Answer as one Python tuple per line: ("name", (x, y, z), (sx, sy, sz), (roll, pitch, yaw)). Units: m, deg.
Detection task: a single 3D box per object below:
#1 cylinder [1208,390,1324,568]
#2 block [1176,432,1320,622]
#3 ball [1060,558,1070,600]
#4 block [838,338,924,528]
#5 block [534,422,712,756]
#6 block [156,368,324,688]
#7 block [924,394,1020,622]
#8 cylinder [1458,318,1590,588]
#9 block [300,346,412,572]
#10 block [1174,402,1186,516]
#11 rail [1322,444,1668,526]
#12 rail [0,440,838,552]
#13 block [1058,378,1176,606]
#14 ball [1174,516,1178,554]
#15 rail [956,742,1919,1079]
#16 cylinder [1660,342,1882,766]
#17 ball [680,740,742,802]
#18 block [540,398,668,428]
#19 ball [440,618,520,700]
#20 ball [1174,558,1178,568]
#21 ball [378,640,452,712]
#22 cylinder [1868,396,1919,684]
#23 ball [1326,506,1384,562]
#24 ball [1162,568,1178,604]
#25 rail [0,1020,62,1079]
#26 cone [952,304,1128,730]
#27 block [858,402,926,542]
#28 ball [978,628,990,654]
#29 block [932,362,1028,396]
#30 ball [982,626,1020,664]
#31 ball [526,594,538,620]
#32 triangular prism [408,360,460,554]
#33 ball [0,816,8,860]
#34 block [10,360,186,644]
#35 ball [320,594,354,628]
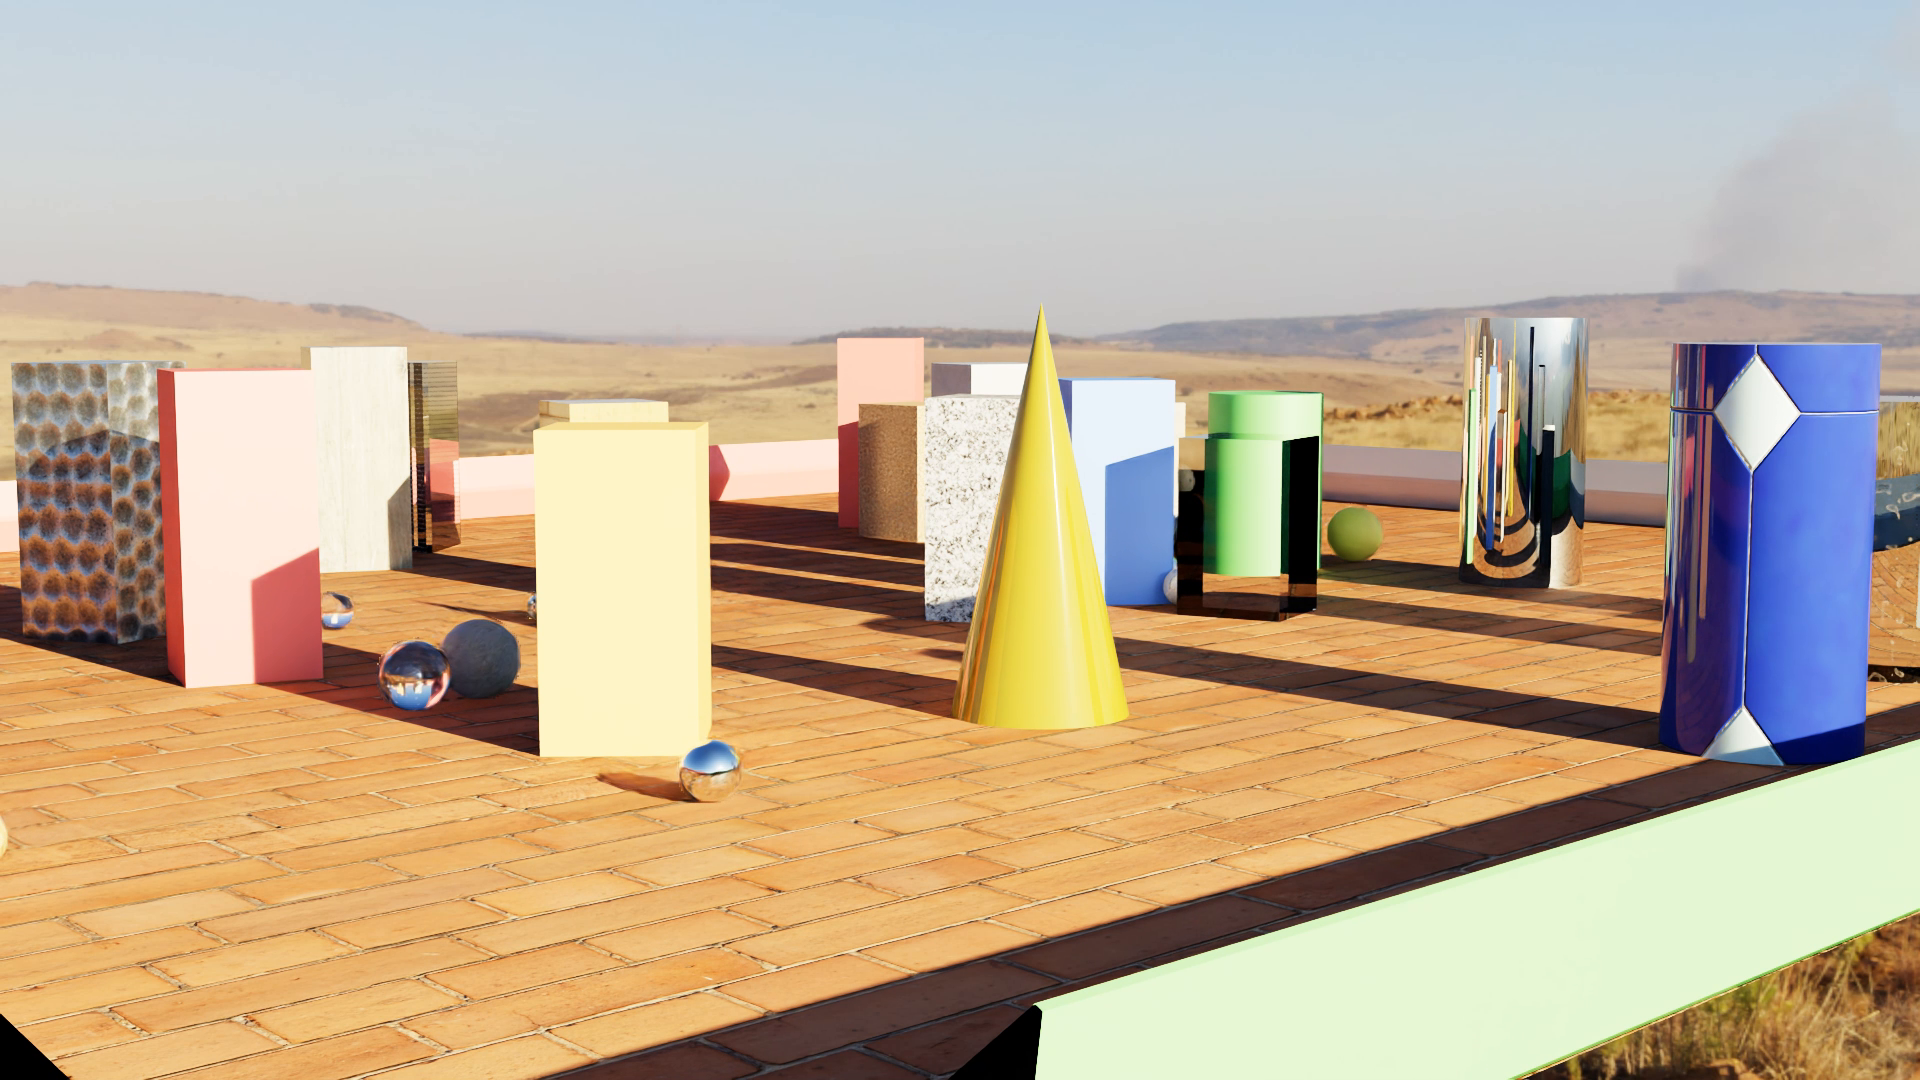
("cylinder", (0.531, -0.105, 3.834), (0.199, 0.303, 0.199), (0, 6, 0))
("block", (0.426, -0.023, 3.248), (0.159, 0.260, 0.159), (3, 7, 28))
("ball", (0.125, 0.058, 3.322), (0.085, 0.085, 0.085), (0, 6, 0))
("block", (-0.164, -0.226, 4.588), (0.159, 0.388, 0.159), (1, 6, 6))
("block", (-0.344, 0.046, 2.269), (0.159, 0.327, 0.159), (0, 6, -2))
("block", (-0.881, -0.021, 2.690), (0.159, 0.373, 0.159), (-3, 7, -27))
("block", (0.049, -0.049, 3.206), (0.159, 0.321, 0.159), (2, 6, 17))
("cylinder", (0.927, -0.148, 3.616), (0.199, 0.433, 0.199), (0, 6, 0))
("block", (-1.052, -0.145, 3.831), (0.159, 0.382, 0.159), (-2, 6, -23))
("block", (0.360, -0.159, 4.577), (0.159, 0.256, 0.159), (-2, 6, -22))
("rail", (1.388, -0.099, 4.605), (0.045, 0.129, 3.488), (-5, 8, -42))
("rail", (-1.166, -0.097, 4.589), (3.824, 0.129, 0.045), (-5, 8, -42))
("block", (0.232, -0.078, 3.398), (0.159, 0.340, 0.159), (-1, 6, -10))
("ball", (0.379, -0.010, 4.018), (0.075, 0.075, 0.075), (0, 6, 0))
("rail", (1.166, 0.165, 2.074), (3.824, 0.129, 0.045), (-5, 8, -42))
("cylinder", (0.822, 0.007, 2.237), (0.199, 0.412, 0.199), (0, 6, 0))
("ball", (-0.227, 0.210, 1.999), (0.057, 0.057, 0.057), (0, 6, 0))
("block", (-0.564, -0.069, 3.490), (0.159, 0.302, 0.159), (-3, 7, -27))
("ball", (-0.553, 0.137, 2.528), (0.092, 0.092, 0.092), (0, 6, 0))
("ball", (0.327, 0.050, 3.528), (0.057, 0.057, 0.057), (0, 6, 0))
("ball", (-0.608, 0.151, 2.452), (0.079, 0.079, 0.079), (0, 6, 0))
("cylinder", (1.149, -0.006, 2.716), (0.199, 0.337, 0.199), (0, 6, 0))
("ball", (0.703, -0.011, 3.910), (0.099, 0.099, 0.099), (0, 6, 0))
("ball", (0.336, 0.071, 3.321), (0.059, 0.059, 0.059), (0, 6, 0))
("rail", (-1.388, 0.166, 2.058), (0.045, 0.129, 3.488), (-5, 8, -42))
("cone", (0.089, -0.034, 2.422), (0.199, 0.454, 0.199), (0, 6, 0))
("block", (-0.088, -0.138, 4.343), (0.159, 0.263, 0.159), (5, 8, 42))
("ball", (0.043, 0.132, 2.823), (0.040, 0.040, 0.040), (0, 6, 0))
("block", (0.055, -0.140, 3.936), (0.159, 0.351, 0.159), (-3, 7, -27))
("ball", (0.052, 0.132, 2.779), (0.049, 0.049, 0.049), (0, 6, 0))
("ball", (-0.604, 0.096, 3.170), (0.040, 0.040, 0.040), (0, 6, 0))
("triangular prism", (-1.004, -0.161, 4.142), (0.172, 0.350, 0.149), (4, 7, 35))
("ball", (-0.783, 0.237, 1.738), (0.057, 0.057, 0.057), (0, 6, 0))
("block", (-1.176, -0.057, 3.027), (0.159, 0.375, 0.159), (2, 6, 20))
("ball", (-0.877, 0.100, 3.090), (0.049, 0.049, 0.049), (0, 6, 0))
